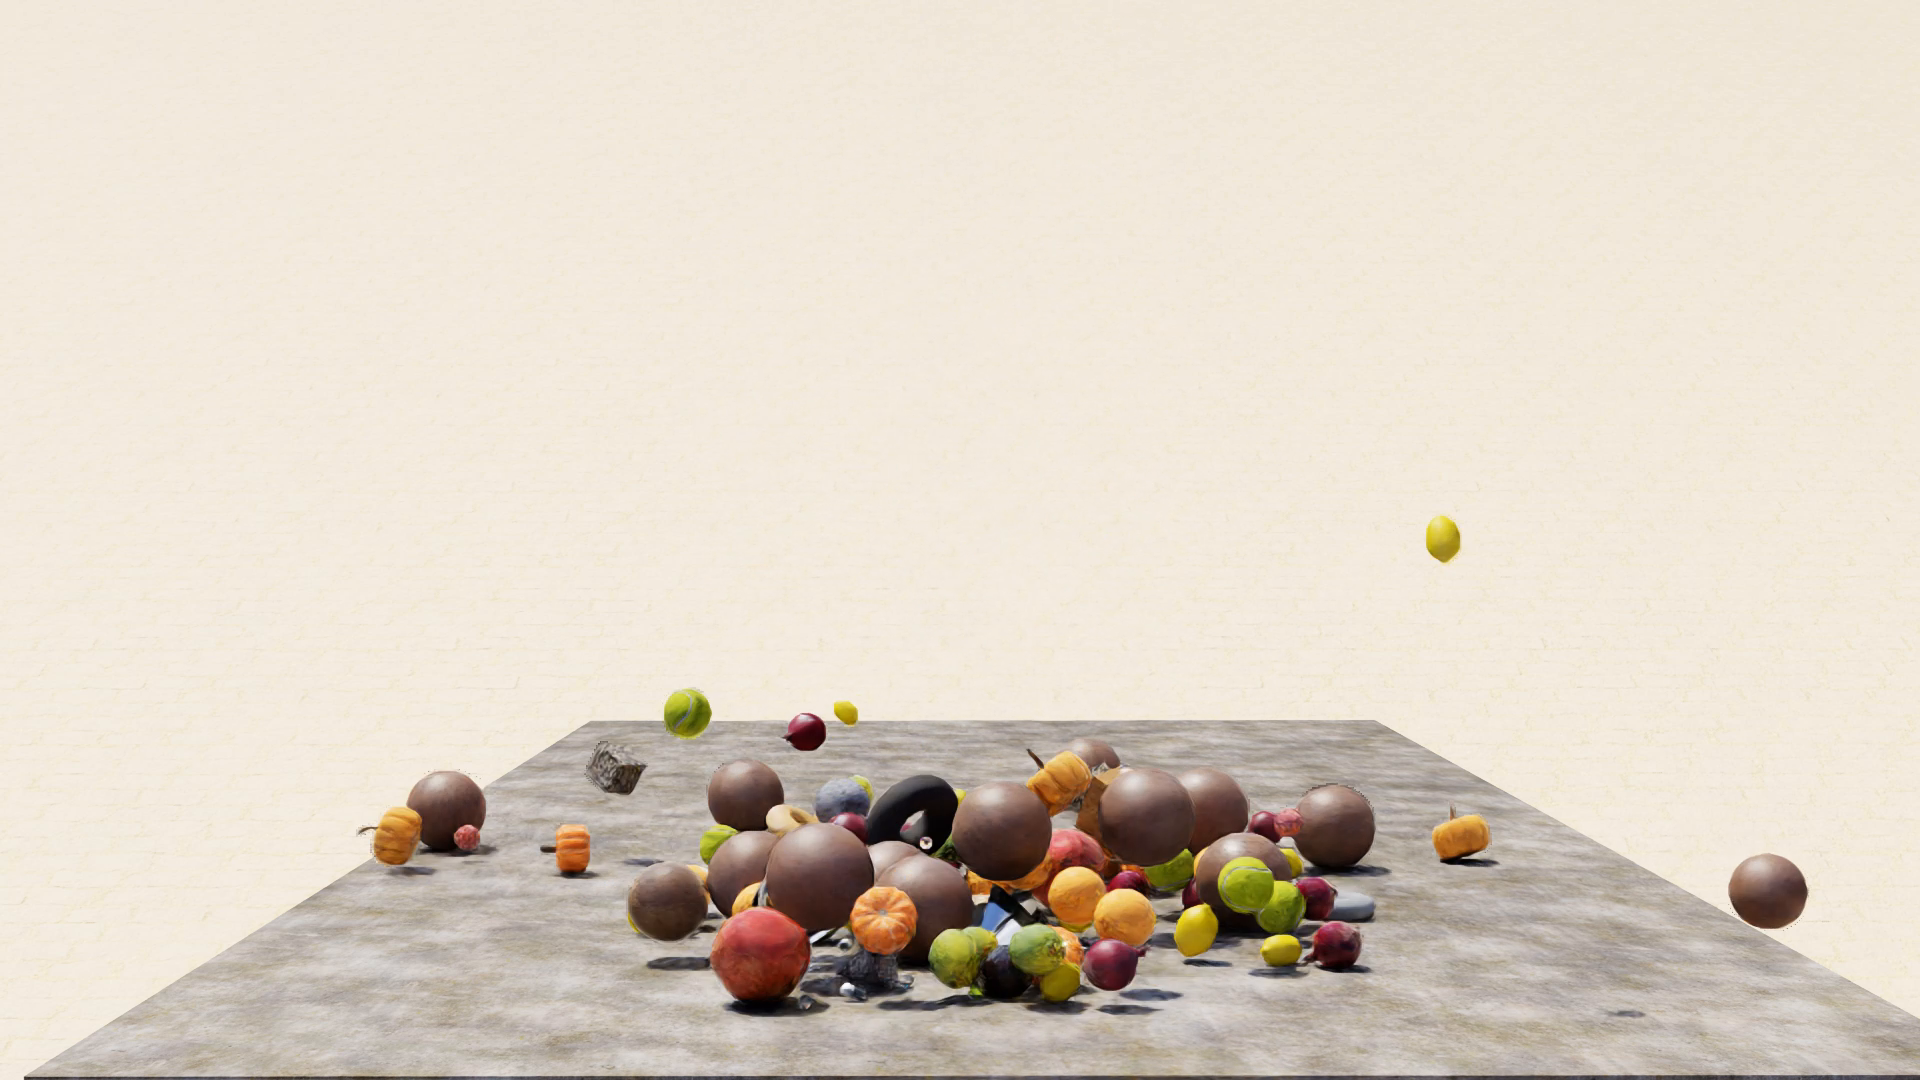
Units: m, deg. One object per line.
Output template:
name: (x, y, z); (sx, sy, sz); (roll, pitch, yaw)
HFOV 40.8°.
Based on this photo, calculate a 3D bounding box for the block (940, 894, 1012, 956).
block: (0.019, 0.490, 3.287); (0.065, 0.065, 0.065); (-1, 1, -36)

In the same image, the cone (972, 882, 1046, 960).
cone: (0.044, 0.492, 3.222); (0.090, 0.090, 0.090); (-47, 43, -10)

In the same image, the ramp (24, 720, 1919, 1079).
ramp: (0.061, 0.548, 4.584); (2.000, 0.100, 4.000); (0, 1, 0)

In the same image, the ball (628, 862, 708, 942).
ball: (-0.362, 0.450, 3.208); (0.100, 0.100, 0.100); (0, 27, 0)

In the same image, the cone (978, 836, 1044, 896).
cone: (0.066, 0.493, 3.710); (0.098, 0.098, 0.098); (5, 29, 10)

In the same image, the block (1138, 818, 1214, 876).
block: (0.328, 0.464, 3.917); (0.079, 0.079, 0.079); (4, -4, 31)

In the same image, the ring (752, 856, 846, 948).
ring: (-0.200, 0.451, 3.208); (0.129, 0.129, 0.043); (-14, 35, -26)

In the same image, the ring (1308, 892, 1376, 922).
ring: (0.523, 0.503, 3.538); (0.092, 0.031, 0.092); (-1, 2, 0)

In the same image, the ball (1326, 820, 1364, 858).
ball: (0.613, 0.477, 4.108); (0.059, 0.059, 0.059); (0, 27, 0)

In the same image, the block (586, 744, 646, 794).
block: (-0.546, 0.364, 4.100); (0.056, 0.056, 0.056); (10, 24, -51)

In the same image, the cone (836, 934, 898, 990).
cone: (-0.118, 0.504, 3.042); (0.067, 0.067, 0.067); (-17, 22, 19)

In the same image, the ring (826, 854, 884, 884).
ring: (-0.171, 0.492, 3.851); (0.114, 0.038, 0.114); (-3, -3, 0)

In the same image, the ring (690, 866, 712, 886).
ring: (-0.408, 0.499, 3.807); (0.087, 0.029, 0.087); (-1, 2, 0)

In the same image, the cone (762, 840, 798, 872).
cone: (-0.261, 0.471, 3.898); (0.062, 0.062, 0.062); (-18, 30, -10)

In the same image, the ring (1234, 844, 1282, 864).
ring: (0.470, 0.495, 4.080); (0.076, 0.025, 0.076); (0, 0, 0)

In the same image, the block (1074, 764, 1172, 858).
block: (0.245, 0.405, 3.863); (0.090, 0.090, 0.090); (32, 25, 29)

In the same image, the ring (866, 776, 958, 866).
ring: (-0.068, 0.398, 3.659); (0.148, 0.148, 0.049); (-16, 40, -29)

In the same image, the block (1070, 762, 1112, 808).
block: (0.242, 0.439, 4.479); (0.064, 0.064, 0.064); (-22, 51, -34)

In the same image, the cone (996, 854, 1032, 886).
cone: (0.091, 0.500, 3.822); (0.054, 0.054, 0.054); (-21, 37, -35)

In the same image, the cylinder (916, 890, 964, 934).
cylinder: (-0.019, 0.492, 3.395); (0.057, 0.057, 0.057); (-25, 17, -39)

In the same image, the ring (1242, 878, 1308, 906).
ring: (0.447, 0.500, 3.666); (0.093, 0.031, 0.093); (-1, 1, 0)

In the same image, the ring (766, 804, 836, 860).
ring: (-0.236, 0.435, 3.839); (0.116, 0.039, 0.116); (31, 9, -5)

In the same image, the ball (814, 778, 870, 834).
ball: (-0.174, 0.393, 3.810); (0.081, 0.081, 0.081); (0, 27, 0)
